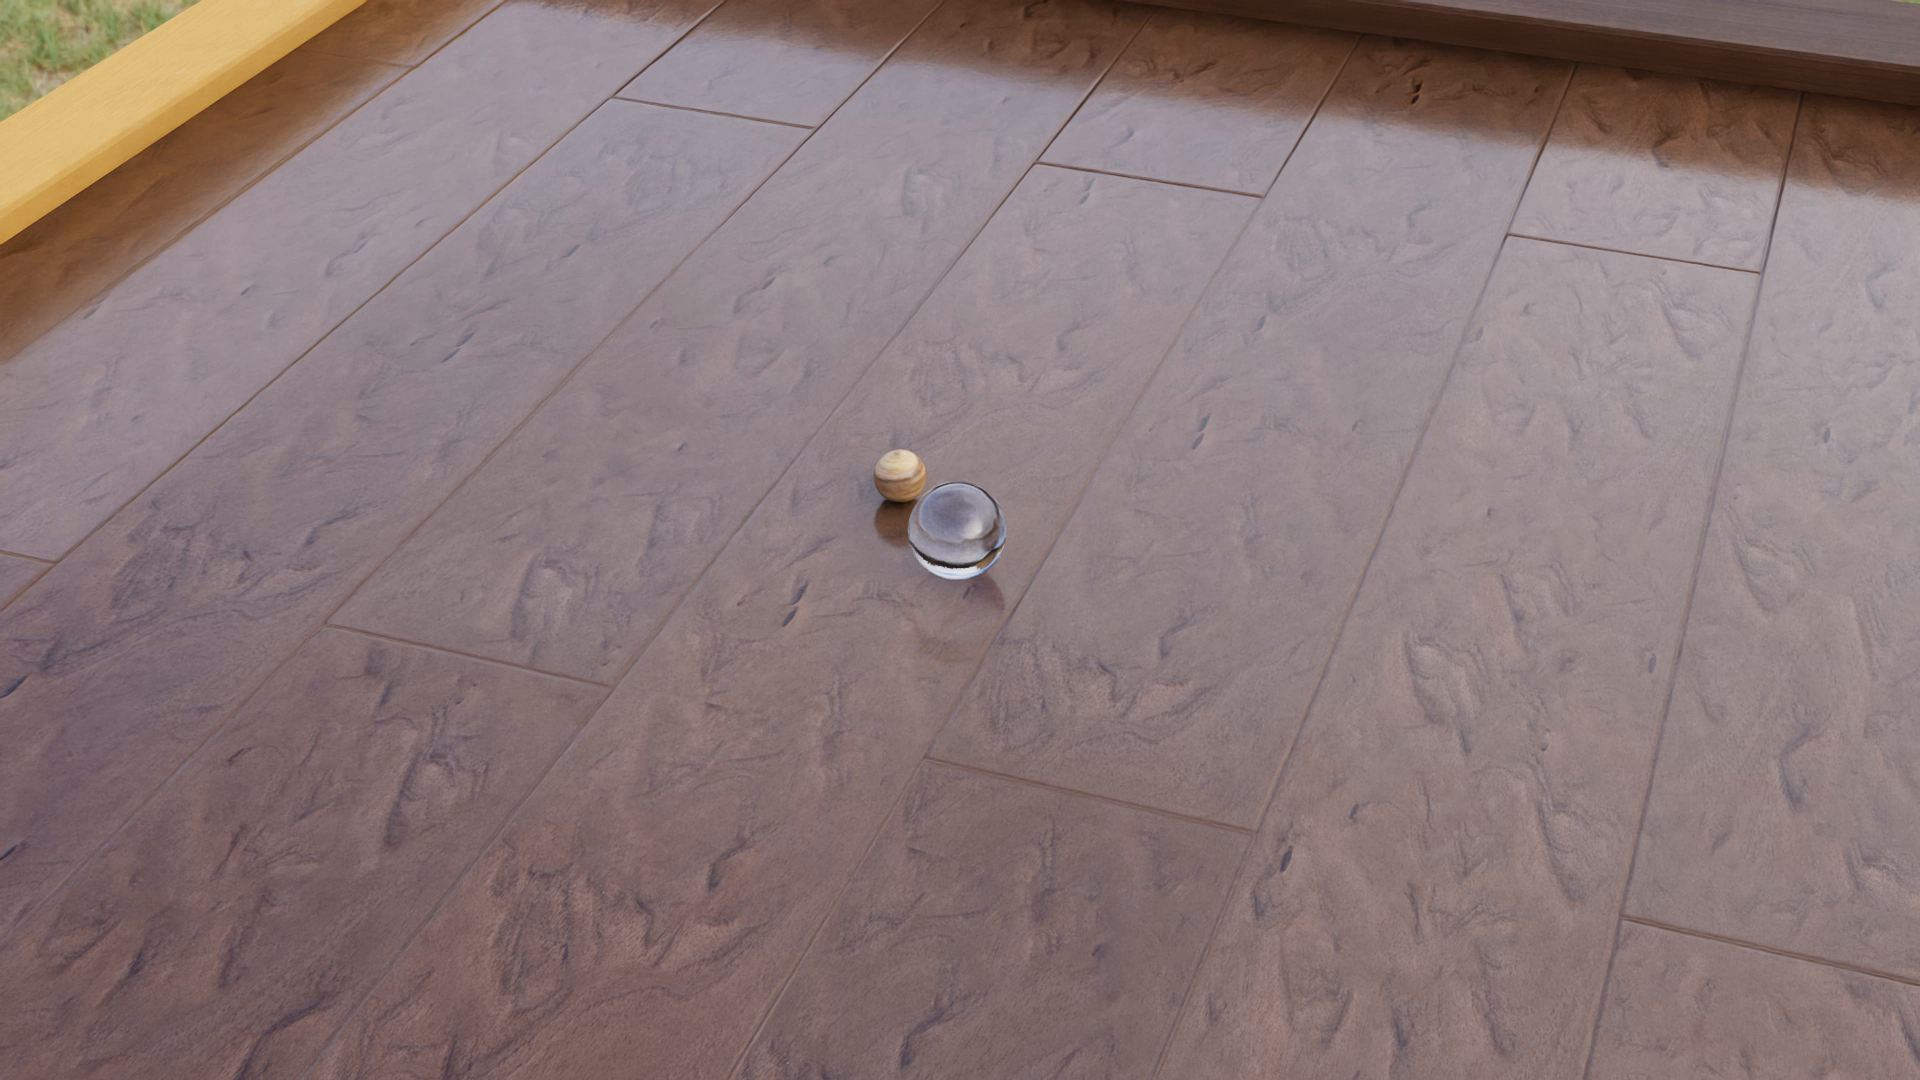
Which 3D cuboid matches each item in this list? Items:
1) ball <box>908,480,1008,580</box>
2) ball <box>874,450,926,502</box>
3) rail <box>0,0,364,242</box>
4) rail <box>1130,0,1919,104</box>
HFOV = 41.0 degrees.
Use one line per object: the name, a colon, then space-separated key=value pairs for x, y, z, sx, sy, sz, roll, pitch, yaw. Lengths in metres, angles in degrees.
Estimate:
ball: x=-0.002 y=-0.007 z=2.046 sx=0.079 sy=0.079 sz=0.079 roll=0 pitch=33 yaw=0
ball: x=-0.050 y=-0.054 z=2.149 sx=0.045 sy=0.045 sz=0.045 roll=0 pitch=33 yaw=0
rail: x=-1.014 y=-0.224 z=2.344 sx=0.045 sy=0.114 sz=2.476 roll=11 pitch=35 yaw=17
rail: x=1.450 y=-0.441 z=2.677 sx=4.408 sy=0.114 sz=0.045 roll=11 pitch=35 yaw=17
